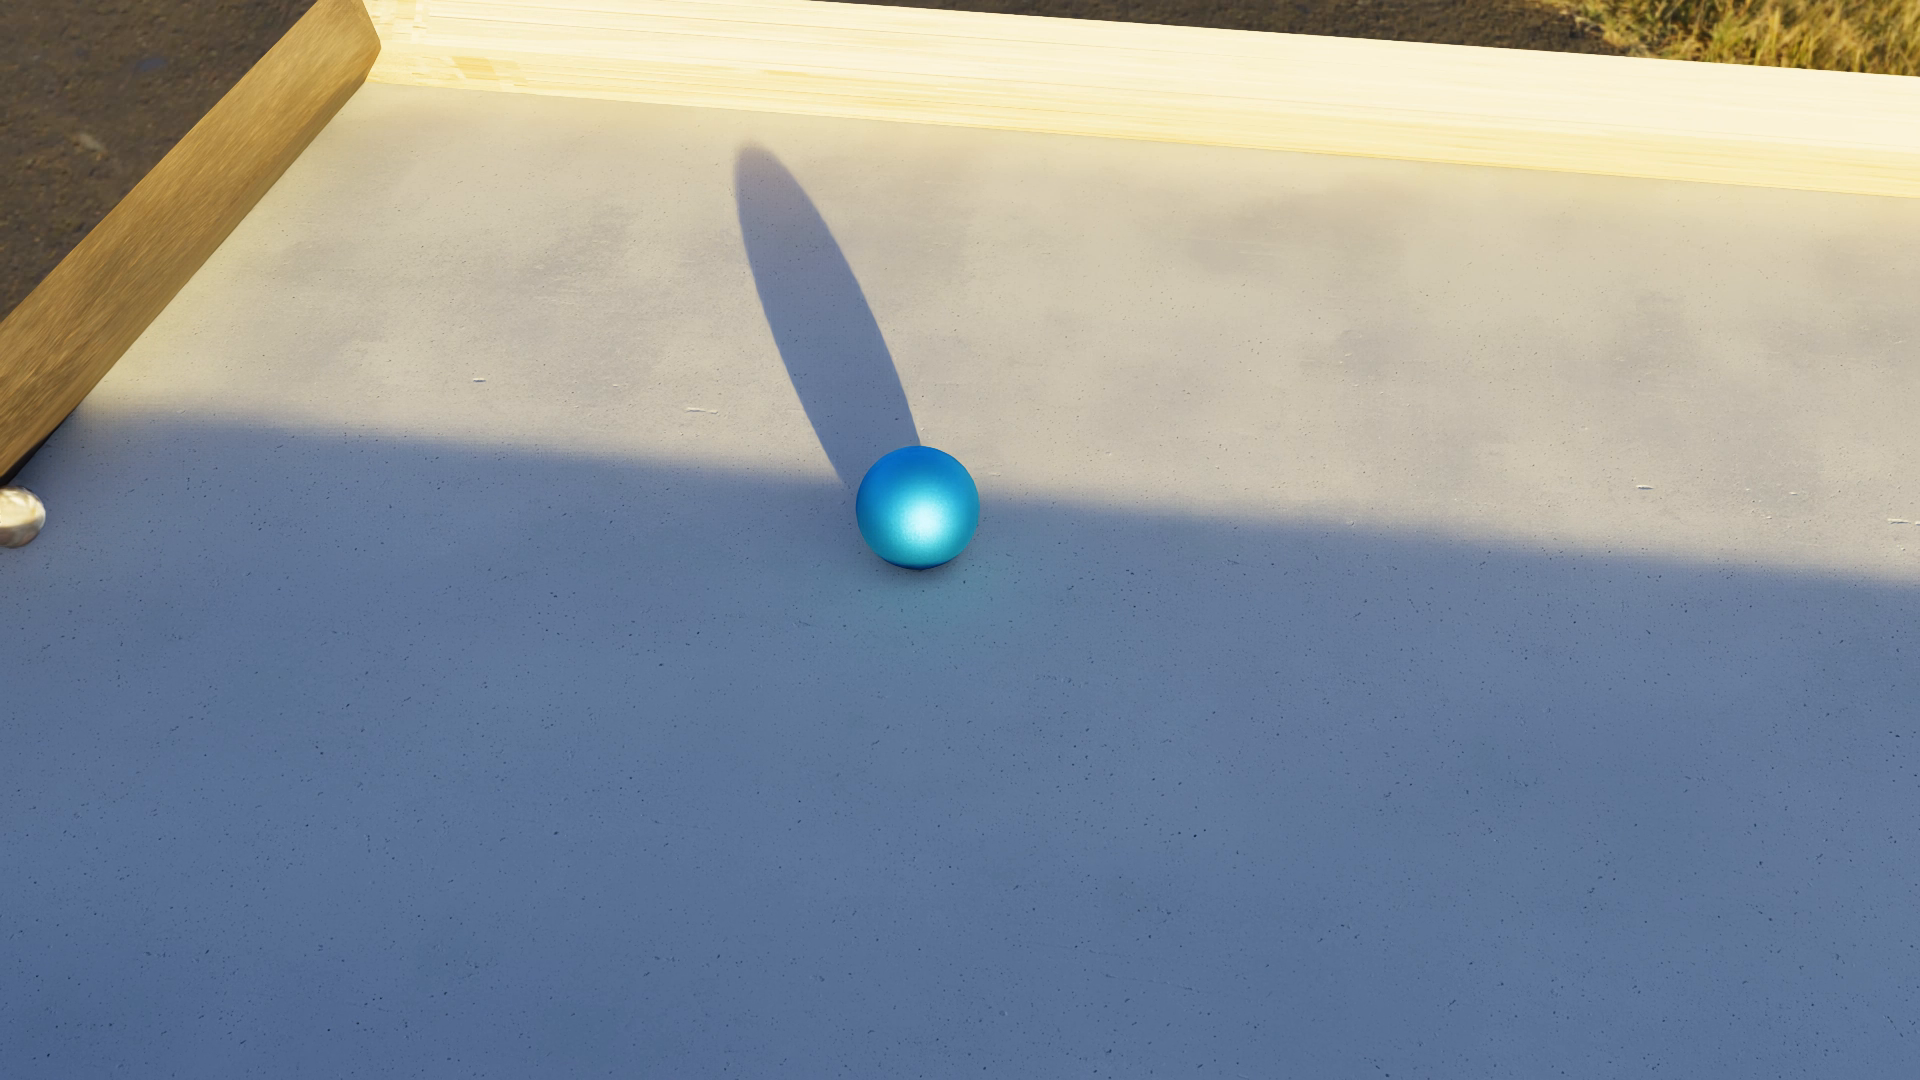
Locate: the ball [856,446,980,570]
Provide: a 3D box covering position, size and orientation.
[{"bbox_3d":[-0.033,-0.025,1.998,0.097,0.097,0.097,0,34,0],"label":"ball"}]

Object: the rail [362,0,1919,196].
[{"bbox_3d":[0.923,-0.382,2.496,3.195,0.126,0.045,6,35,8],"label":"rail"}]

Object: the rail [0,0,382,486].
[{"bbox_3d":[-0.763,-0.098,2.077,0.045,0.126,1.626,6,35,8],"label":"rail"}]

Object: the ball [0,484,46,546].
[{"bbox_3d":[-0.750,-0.019,2.031,0.049,0.049,0.049,0,34,0],"label":"ball"}]
